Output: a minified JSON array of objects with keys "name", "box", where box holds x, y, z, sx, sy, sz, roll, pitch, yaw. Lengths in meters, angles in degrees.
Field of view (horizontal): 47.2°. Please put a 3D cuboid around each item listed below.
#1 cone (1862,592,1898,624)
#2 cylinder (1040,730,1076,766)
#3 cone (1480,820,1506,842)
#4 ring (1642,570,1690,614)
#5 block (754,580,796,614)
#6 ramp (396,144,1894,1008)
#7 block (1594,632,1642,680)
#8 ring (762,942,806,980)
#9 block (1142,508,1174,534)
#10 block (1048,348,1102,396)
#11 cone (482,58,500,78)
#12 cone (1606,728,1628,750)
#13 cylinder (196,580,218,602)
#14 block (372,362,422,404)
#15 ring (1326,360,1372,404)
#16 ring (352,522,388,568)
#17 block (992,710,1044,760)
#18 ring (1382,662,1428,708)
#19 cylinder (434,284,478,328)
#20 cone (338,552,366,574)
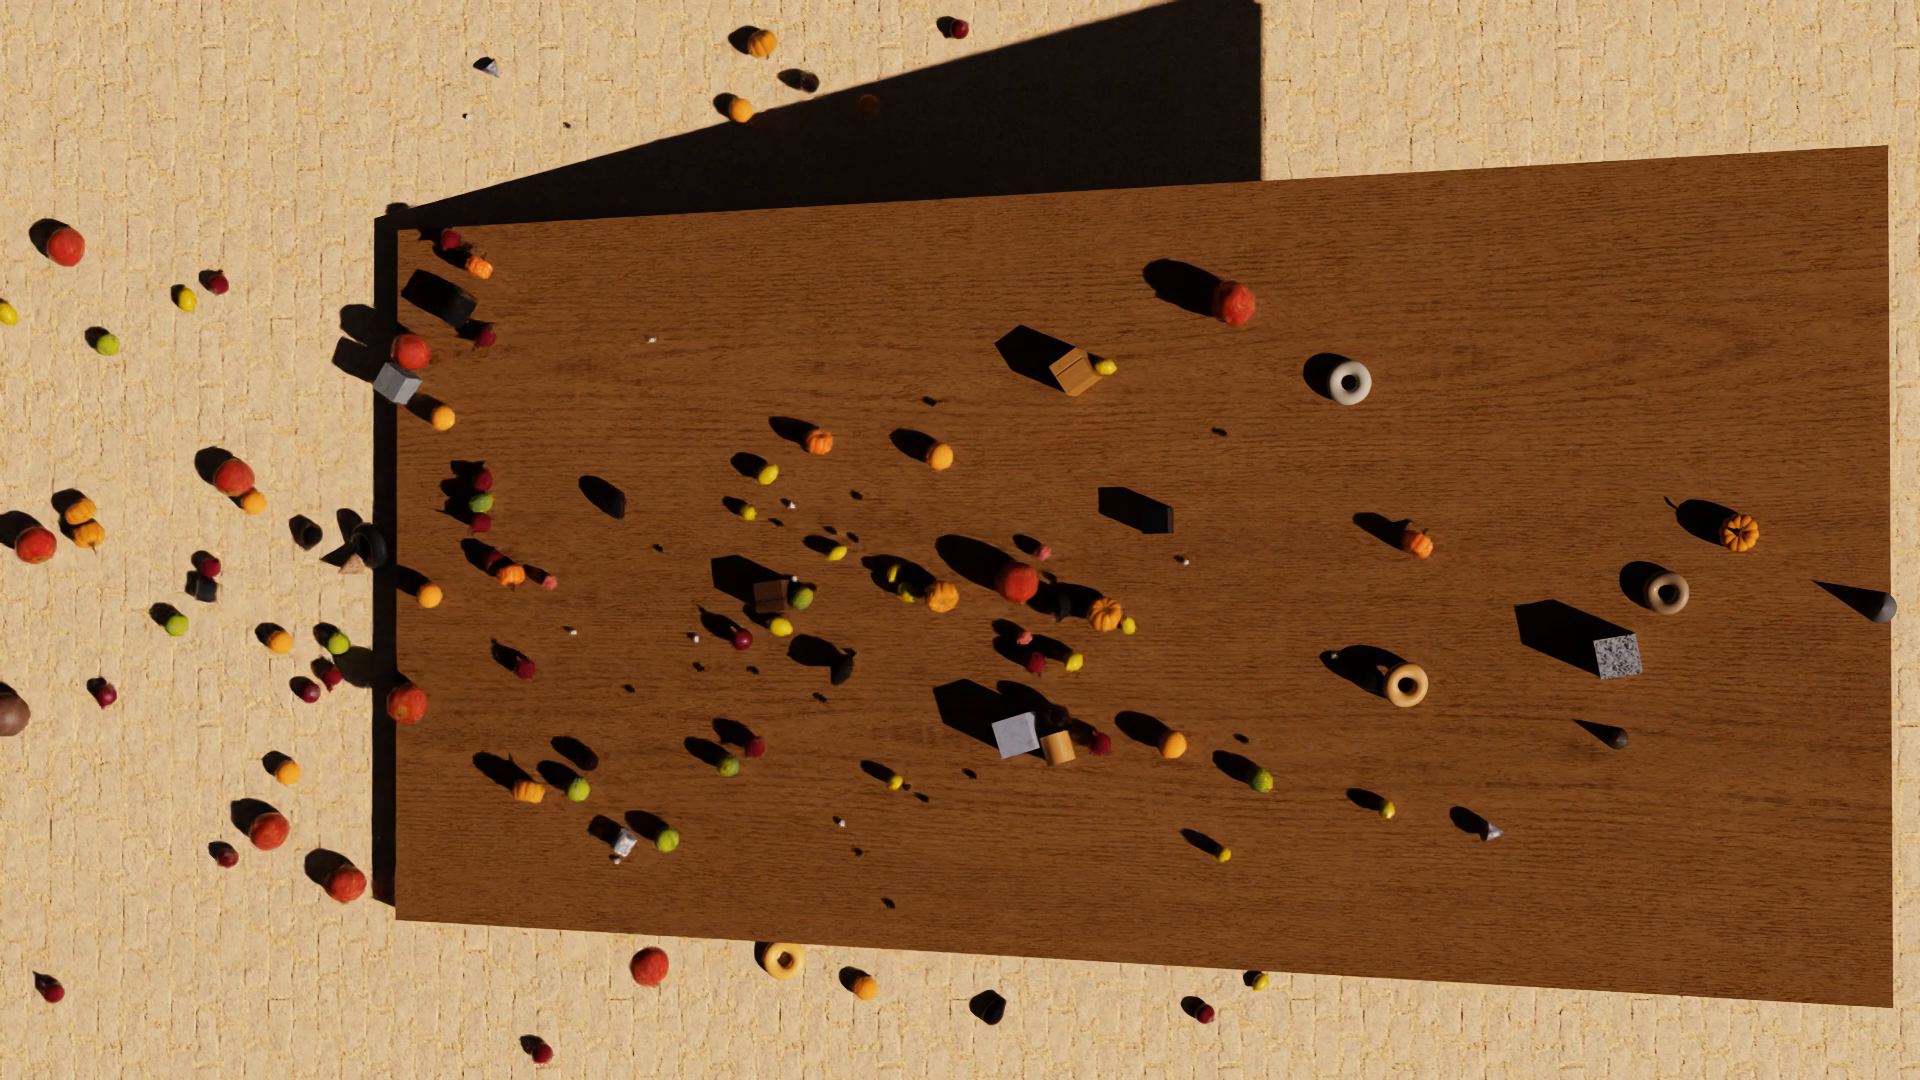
[{"name":"cone","box":[2.122,0.156,5.066,0.074,0.074,0.074,0,89,19]},{"name":"cylinder","box":[0.253,0.539,5.691,0.077,0.077,0.077,-17,84,0]},{"name":"cone","box":[1.304,0.712,5.361,0.055,0.055,0.055,8,89,-8]},{"name":"ring","box":[1.681,0.125,5.236,0.107,0.036,0.107,1,93,21]},{"name":"block","box":[-0.501,0.153,5.949,0.081,0.081,0.081,-9,86,18]},{"name":"ramp","box":[0.278,0.092,5.782,4.000,0.100,2.000,0,89,19]},{"name":"block","box":[1.569,0.277,5.241,0.094,0.094,0.094,-11,86,18]},{"name":"ring","box":[-0.515,1.225,6.433,0.126,0.042,0.126,0,90,1]},{"name":"block","box":[0.506,-0.049,5.619,0.066,0.066,0.066,-2,89,19]},{"name":"block","box":[0.299,-0.434,5.683,0.087,0.087,0.087,-35,79,15]},{"name":"cone","box":[-1.373,-1.380,6.478,0.053,0.053,0.053,-39,116,0]},{"name":"cone","box":[1.570,0.476,5.259,0.054,0.054,0.054,0,89,19]},{"name":"cylinder","box":[-2.205,0.150,6.438,0.059,0.059,0.059,7,90,0]},{"name":"block","box":[-1.621,-0.451,6.334,0.083,0.083,0.083,35,100,16]},{"name":"ring","box":[0.969,-0.393,5.483,0.113,0.038,0.113,0,90,17]},{"name":"ring","box":[-1.723,0.016,6.413,0.048,0.143,0.143,-25,89,-43]},{"name":"block","box":[0.154,0.506,5.714,0.096,0.096,0.096,-19,83,17]},{"name":"ring","box":[1.096,0.356,5.415,0.114,0.038,0.114,0,98,-3]},{"name":"cylinder","box":[-1.436,-0.666,6.271,0.090,0.090,0.090,36,101,0]},{"name":"cone","box":[-1.789,0.084,6.417,0.074,0.074,0.074,18,124,29]}]
